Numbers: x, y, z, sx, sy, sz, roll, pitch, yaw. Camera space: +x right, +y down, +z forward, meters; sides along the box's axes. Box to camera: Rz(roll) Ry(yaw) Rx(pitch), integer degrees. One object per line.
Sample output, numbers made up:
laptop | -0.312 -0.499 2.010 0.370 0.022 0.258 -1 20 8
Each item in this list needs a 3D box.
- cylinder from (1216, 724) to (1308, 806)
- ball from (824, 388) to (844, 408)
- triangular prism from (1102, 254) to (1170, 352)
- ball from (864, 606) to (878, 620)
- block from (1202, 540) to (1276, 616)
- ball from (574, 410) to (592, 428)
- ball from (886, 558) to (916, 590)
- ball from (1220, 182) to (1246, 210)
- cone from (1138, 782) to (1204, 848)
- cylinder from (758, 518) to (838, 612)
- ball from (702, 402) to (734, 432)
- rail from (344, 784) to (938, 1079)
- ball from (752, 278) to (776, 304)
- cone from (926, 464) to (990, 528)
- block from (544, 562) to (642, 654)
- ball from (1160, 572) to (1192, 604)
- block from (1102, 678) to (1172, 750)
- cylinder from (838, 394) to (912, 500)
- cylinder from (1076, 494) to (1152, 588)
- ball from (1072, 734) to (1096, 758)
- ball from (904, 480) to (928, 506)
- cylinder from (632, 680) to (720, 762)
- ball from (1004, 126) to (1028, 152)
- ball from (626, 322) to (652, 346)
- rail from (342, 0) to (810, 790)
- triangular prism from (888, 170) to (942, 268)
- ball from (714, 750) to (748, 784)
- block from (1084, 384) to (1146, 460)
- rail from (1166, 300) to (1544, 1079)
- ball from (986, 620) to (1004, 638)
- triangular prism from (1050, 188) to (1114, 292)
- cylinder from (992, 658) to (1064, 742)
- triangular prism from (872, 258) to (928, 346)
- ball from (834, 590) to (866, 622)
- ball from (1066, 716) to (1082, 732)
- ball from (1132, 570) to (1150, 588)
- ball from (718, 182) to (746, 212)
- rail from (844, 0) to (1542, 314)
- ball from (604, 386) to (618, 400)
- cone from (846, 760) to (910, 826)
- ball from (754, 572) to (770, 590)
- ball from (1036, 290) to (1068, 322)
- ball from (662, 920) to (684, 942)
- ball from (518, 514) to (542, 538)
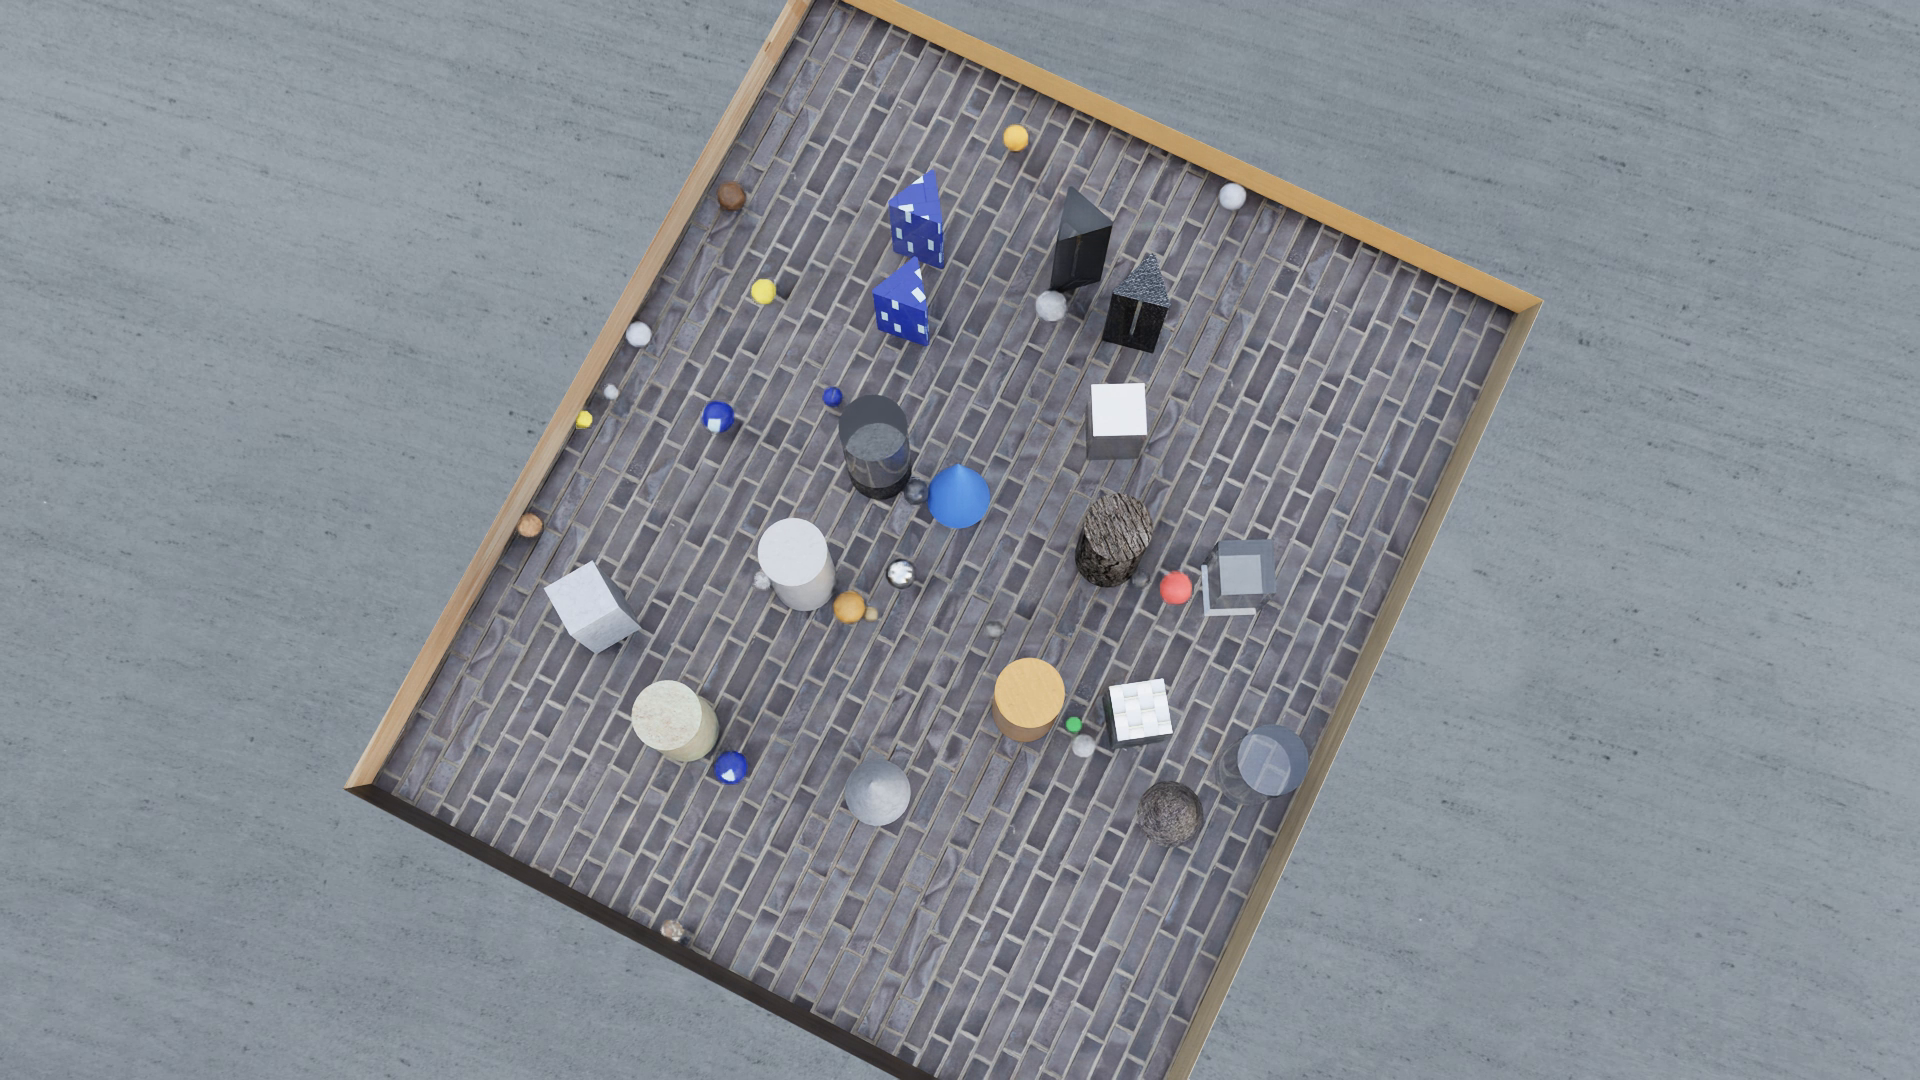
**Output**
cylinder | 0.859 0.649 5.250 0.196 0.454 0.196 0 78 0
ball | -0.393 -0.441 5.676 0.062 0.062 0.062 0 78 0
triangular prism | 0.545 -0.722 5.542 0.170 0.439 0.147 15 79 3
ball | -0.270 0.222 5.548 0.044 0.044 0.044 0 78 0
block | 0.818 0.114 5.403 0.157 0.372 0.157 -2 78 0
ball | -1.164 -0.373 5.666 0.055 0.055 0.055 0 78 0
ball | -0.177 0.102 5.548 0.094 0.094 0.094 0 78 0
ball | 0.862 -1.087 5.798 0.085 0.085 0.085 0 78 0
cone | 0.625 0.773 5.242 0.196 0.420 0.196 0 78 0
cylinder | -0.473 0.077 5.382 0.196 0.429 0.196 0 78 0
ball | -0.744 -0.379 5.645 0.098 0.098 0.098 0 78 0
rail | -0.648 1.276 5.286 2.548 0.127 0.045 26 80 5
ball | -0.614 -0.779 5.738 0.077 0.077 0.077 0 78 0
cone | -0.005 -0.175 5.435 0.196 0.427 0.196 0 78 0
block | -1.074 0.202 5.381 0.157 0.379 0.157 -30 80 -6
ball | 0.653 0.144 5.537 0.097 0.097 0.097 0 78 0
block | 0.516 0.513 5.366 0.157 0.283 0.157 -8 78 -2
cylinder | -0.246 -0.269 5.425 0.196 0.484 0.196 0 78 0
cylinder | 0.449 0.006 5.398 0.196 0.426 0.196 0 78 0
ball | 0.368 0.611 5.455 0.069 0.069 0.069 0 78 0
ball | -0.135 -0.146 5.607 0.078 0.078 0.078 0 78 0
cylinder | -0.820 0.528 5.312 0.196 0.382 0.196 0 78 0
ball | 0.179 -1.279 5.840 0.081 0.081 0.081 0 78 0
ball | -1.001 -0.642 5.709 0.080 0.080 0.080 0 78 0
rail | -1.118 -0.541 5.662 0.045 0.127 2.945 26 80 5
triangular prism | -0.107 -0.995 5.624 0.170 0.389 0.147 21 79 4
ball | -0.678 0.672 5.428 0.098 0.098 0.098 0 78 0
block | 0.469 -0.355 5.541 0.157 0.292 0.157 -1 78 0
rail | 1.118 0.554 5.436 0.045 0.127 2.945 26 80 5
ball | 0.106 0.269 5.533 0.055 0.055 0.055 0 78 0
triangular prism | 0.343 -0.915 5.563 0.170 0.476 0.147 -17 79 -3
cylinder | 0.194 0.468 5.307 0.196 0.417 0.196 0 78 0
triangular prism | -0.155 -0.739 5.595 0.170 0.342 0.147 19 79 4
ball | -0.333 0.201 5.526 0.096 0.096 0.096 0 78 0
ball | 0.341 0.551 5.478 0.047 0.047 0.047 0 78 0
ball | 0.549 0.119 5.564 0.056 0.056 0.056 0 78 0
ball | -0.722 -1.084 5.795 0.090 0.090 0.090 0 78 0
rail | 0.648 -1.262 5.812 2.548 0.127 0.045 26 80 5
ball | -1.084 -0.458 5.689 0.044 0.044 0.044 0 78 0
cone | -0.245 0.712 5.267 0.196 0.396 0.196 0 78 0
ball | -0.600 0.123 5.564 0.053 0.053 0.053 0 78 0
ball | 0.286 -0.730 5.718 0.098 0.098 0.098 0 78 0
ball | -0.839 1.143 5.347 0.065 0.065 0.065 0 78 0
ball | -1.313 -0.044 5.588 0.073 0.073 0.073 0 78 0
